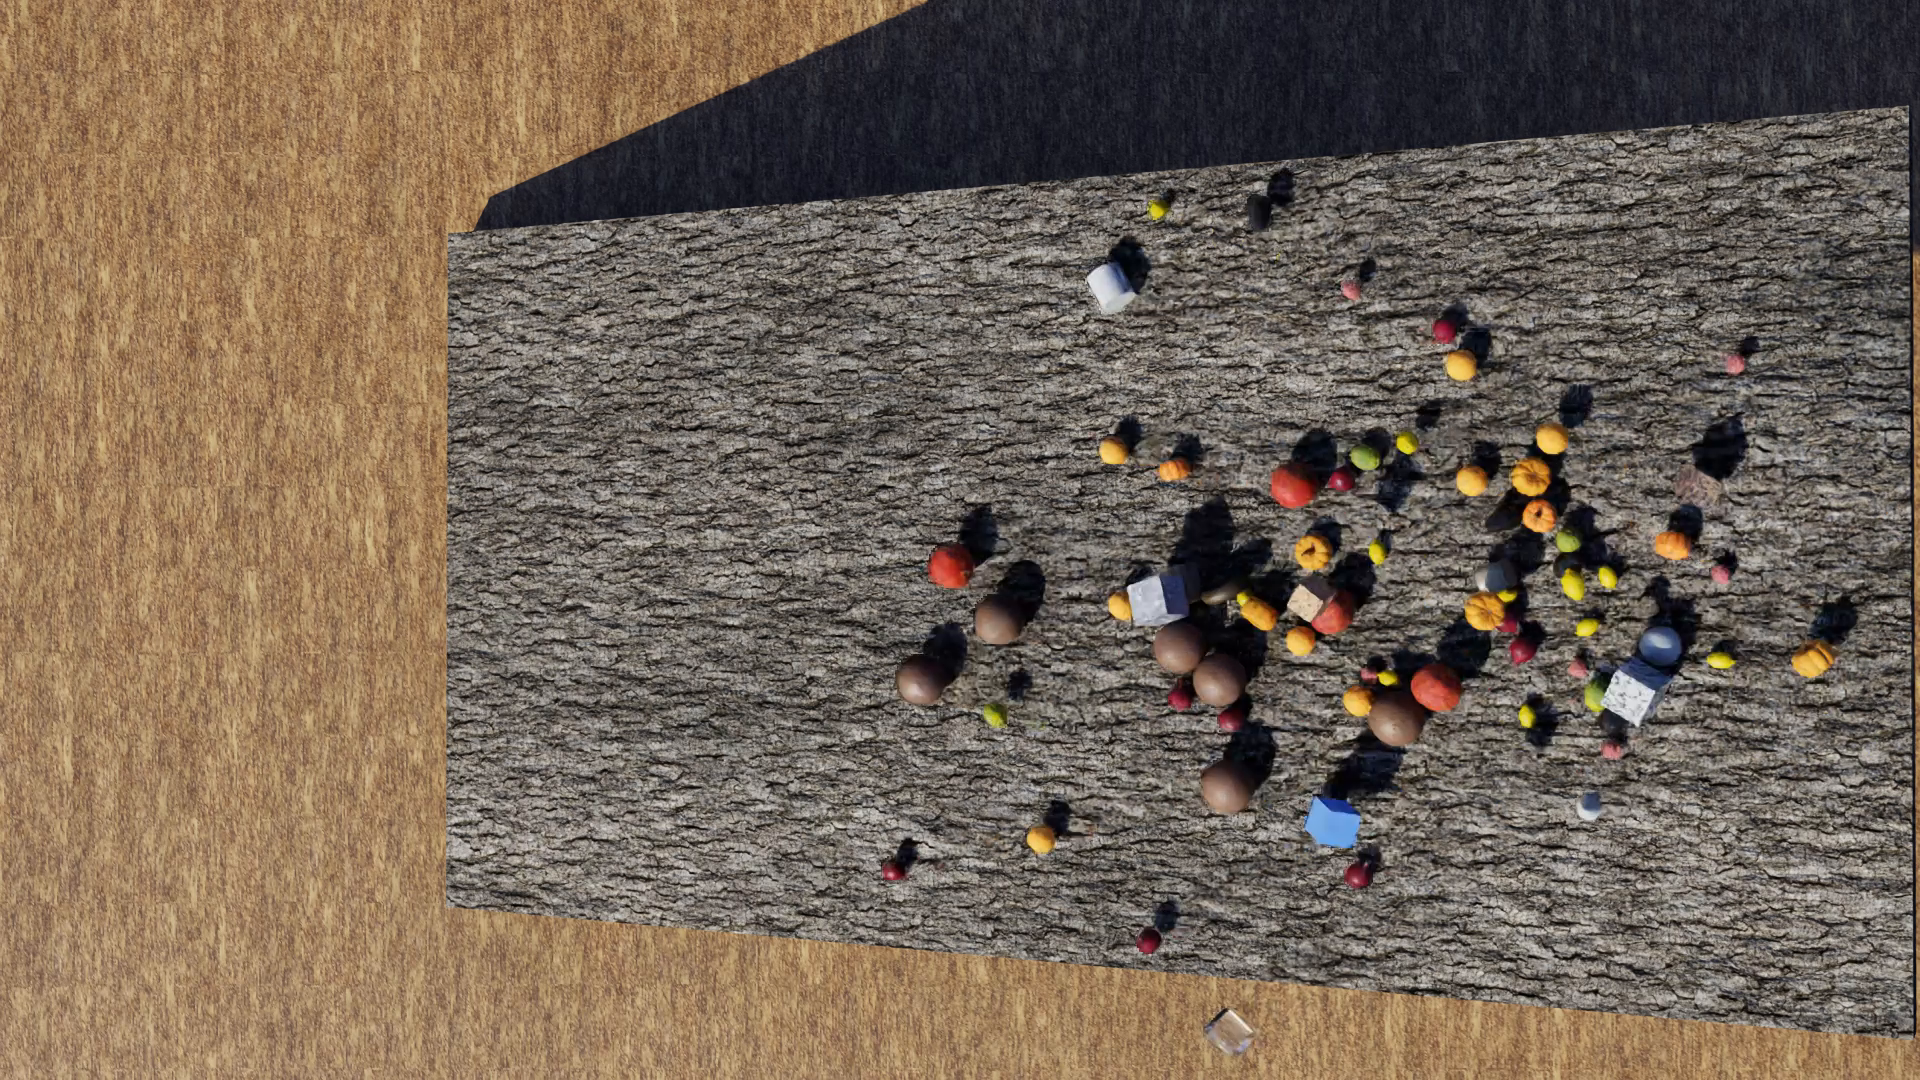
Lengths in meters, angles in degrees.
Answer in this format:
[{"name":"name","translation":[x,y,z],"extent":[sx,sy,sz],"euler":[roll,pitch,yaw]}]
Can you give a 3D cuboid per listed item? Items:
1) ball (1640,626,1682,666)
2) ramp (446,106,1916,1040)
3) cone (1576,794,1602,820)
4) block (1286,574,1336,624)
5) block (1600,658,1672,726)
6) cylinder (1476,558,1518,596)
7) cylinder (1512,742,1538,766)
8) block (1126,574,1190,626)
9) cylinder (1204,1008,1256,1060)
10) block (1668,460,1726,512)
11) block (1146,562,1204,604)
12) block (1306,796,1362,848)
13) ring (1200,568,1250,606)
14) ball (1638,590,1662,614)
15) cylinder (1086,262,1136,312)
[{"name":"ball","translation":[1.559,0.235,4.894],"extent":[0.090,0.090,0.090],"euler":[0,89,0]},{"name":"ramp","translation":[0.278,0.079,5.662],"extent":[4.000,0.100,2.000],"euler":[0,89,27]},{"name":"cone","translation":[1.420,0.609,4.982],"extent":[0.057,0.057,0.057],"euler":[0,89,27]},{"name":"block","translation":[0.803,0.133,5.024],"extent":[0.069,0.069,0.069],"euler":[40,128,18]},{"name":"block","translation":[1.494,0.335,4.860],"extent":[0.096,0.096,0.096],"euler":[33,123,27]},{"name":"cylinder","translation":[1.235,0.086,5.063],"extent":[0.069,0.069,0.069],"euler":[-23,89,37]},{"name":"cylinder","translation":[1.290,0.488,5.016],"extent":[0.054,0.054,0.054],"euler":[-2,84,16]},{"name":"block","translation":[0.481,0.148,5.328],"extent":[0.098,0.098,0.098],"euler":[-21,73,37]},{"name":"cylinder","translation":[0.659,1.206,5.375],"extent":[0.088,0.088,0.088],"euler":[41,89,27]},{"name":"block","translation":[1.617,-0.117,4.825],"extent":[0.071,0.071,0.071],"euler":[25,106,-20]},{"name":"block","translation":[0.534,0.117,5.416],"extent":[0.091,0.091,0.091],"euler":[-24,79,32]},{"name":"block","translation":[0.872,0.659,5.140],"extent":[0.084,0.084,0.084],"euler":[11,105,-19]},{"name":"ring","translation":[0.644,0.114,5.345],"extent":[0.130,0.130,0.043],"euler":[-31,100,0]},{"name":"ball","translation":[1.545,0.139,4.925],"extent":[0.052,0.052,0.052],"euler":[0,89,0]},{"name":"cylinder","translation":[0.379,-0.634,5.508],"extent":[0.092,0.092,0.092],"euler":[-26,75,0]}]
